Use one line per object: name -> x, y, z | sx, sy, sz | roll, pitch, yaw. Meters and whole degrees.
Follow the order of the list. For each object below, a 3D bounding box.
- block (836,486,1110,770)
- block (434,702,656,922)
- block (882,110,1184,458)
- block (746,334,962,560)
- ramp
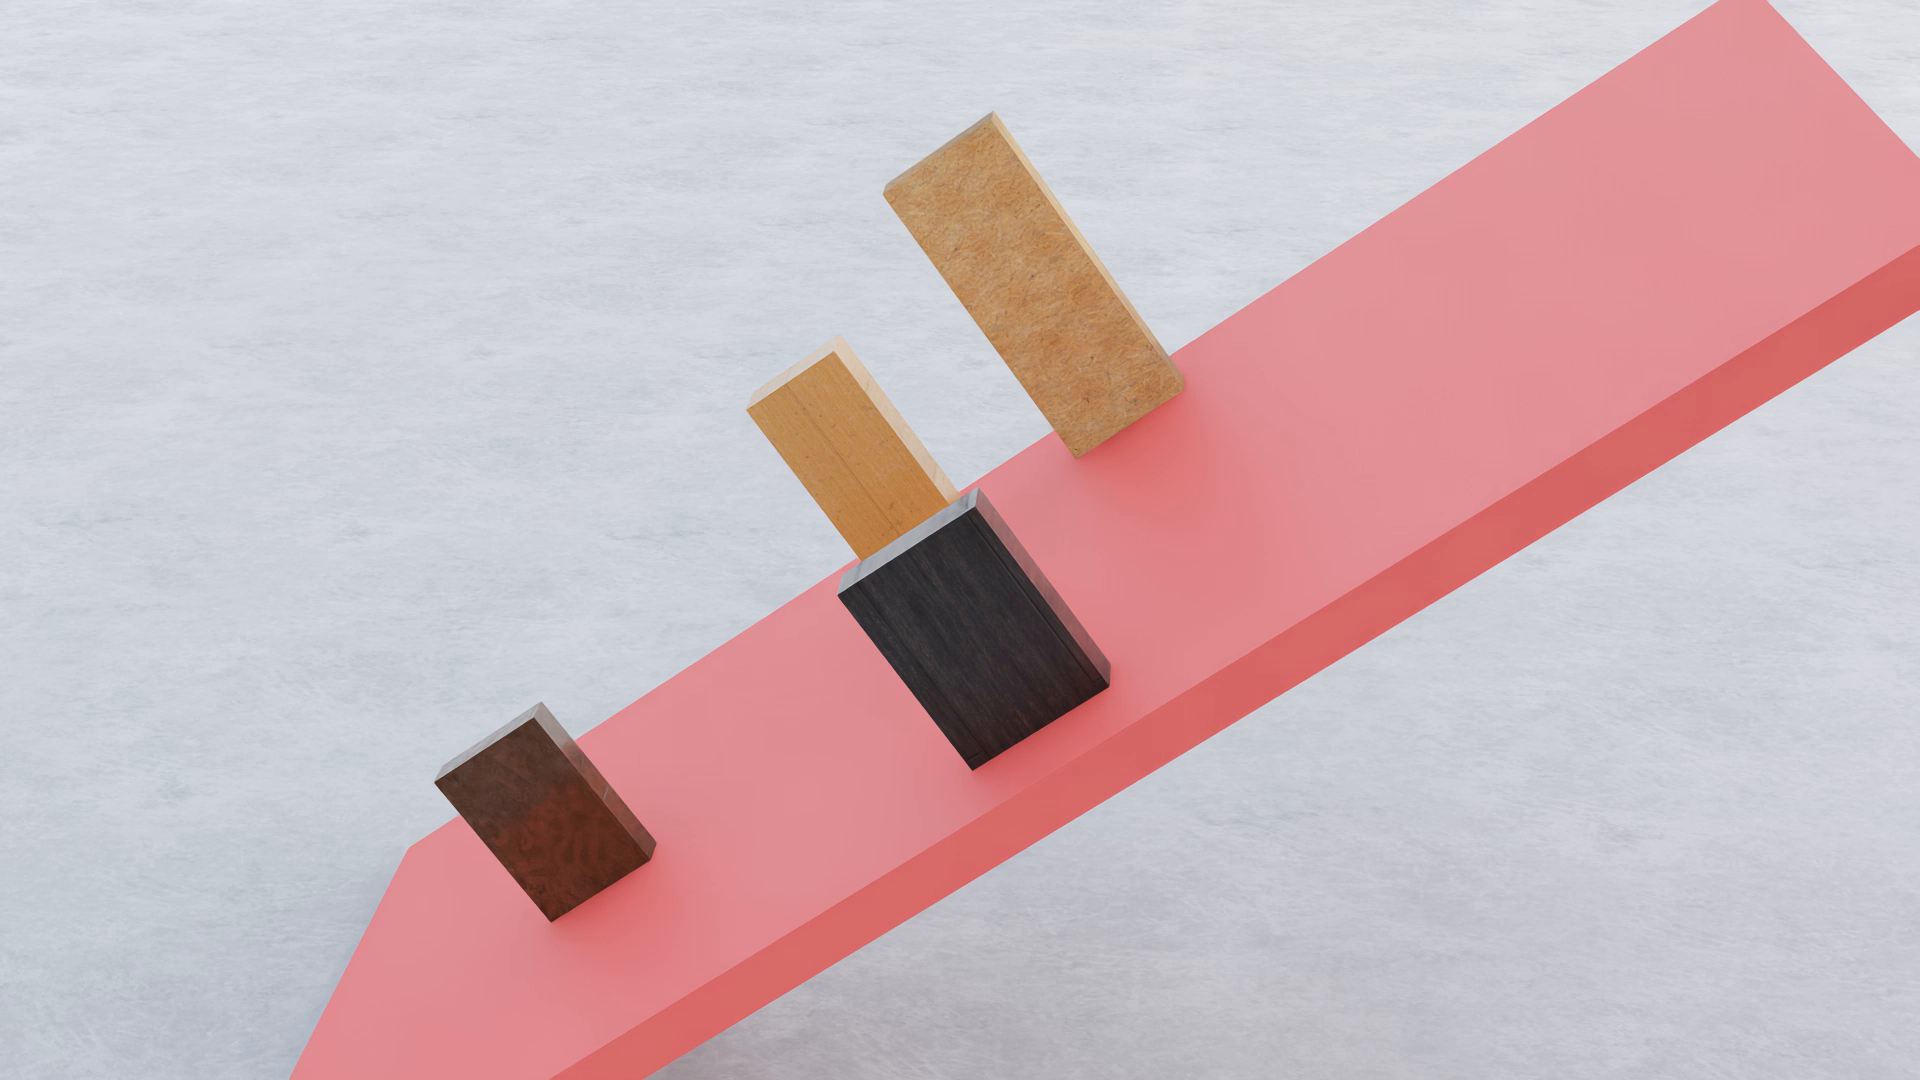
block -> 0.029, 0.169, 5.539 | 0.316, 0.436, 0.105 | -33, 16, 15
block -> -0.899, 0.593, 6.391 | 0.279, 0.410, 0.082 | -33, 16, 15
block -> 0.174, -0.582, 6.782 | 0.304, 0.772, 0.094 | -33, 16, 15
block -> -0.183, -0.126, 6.505 | 0.240, 0.627, 0.123 | -33, 16, 15
ramp -> 0.135, 0.175, 6.308 | 4.000, 0.100, 2.000 | -33, 16, 15
